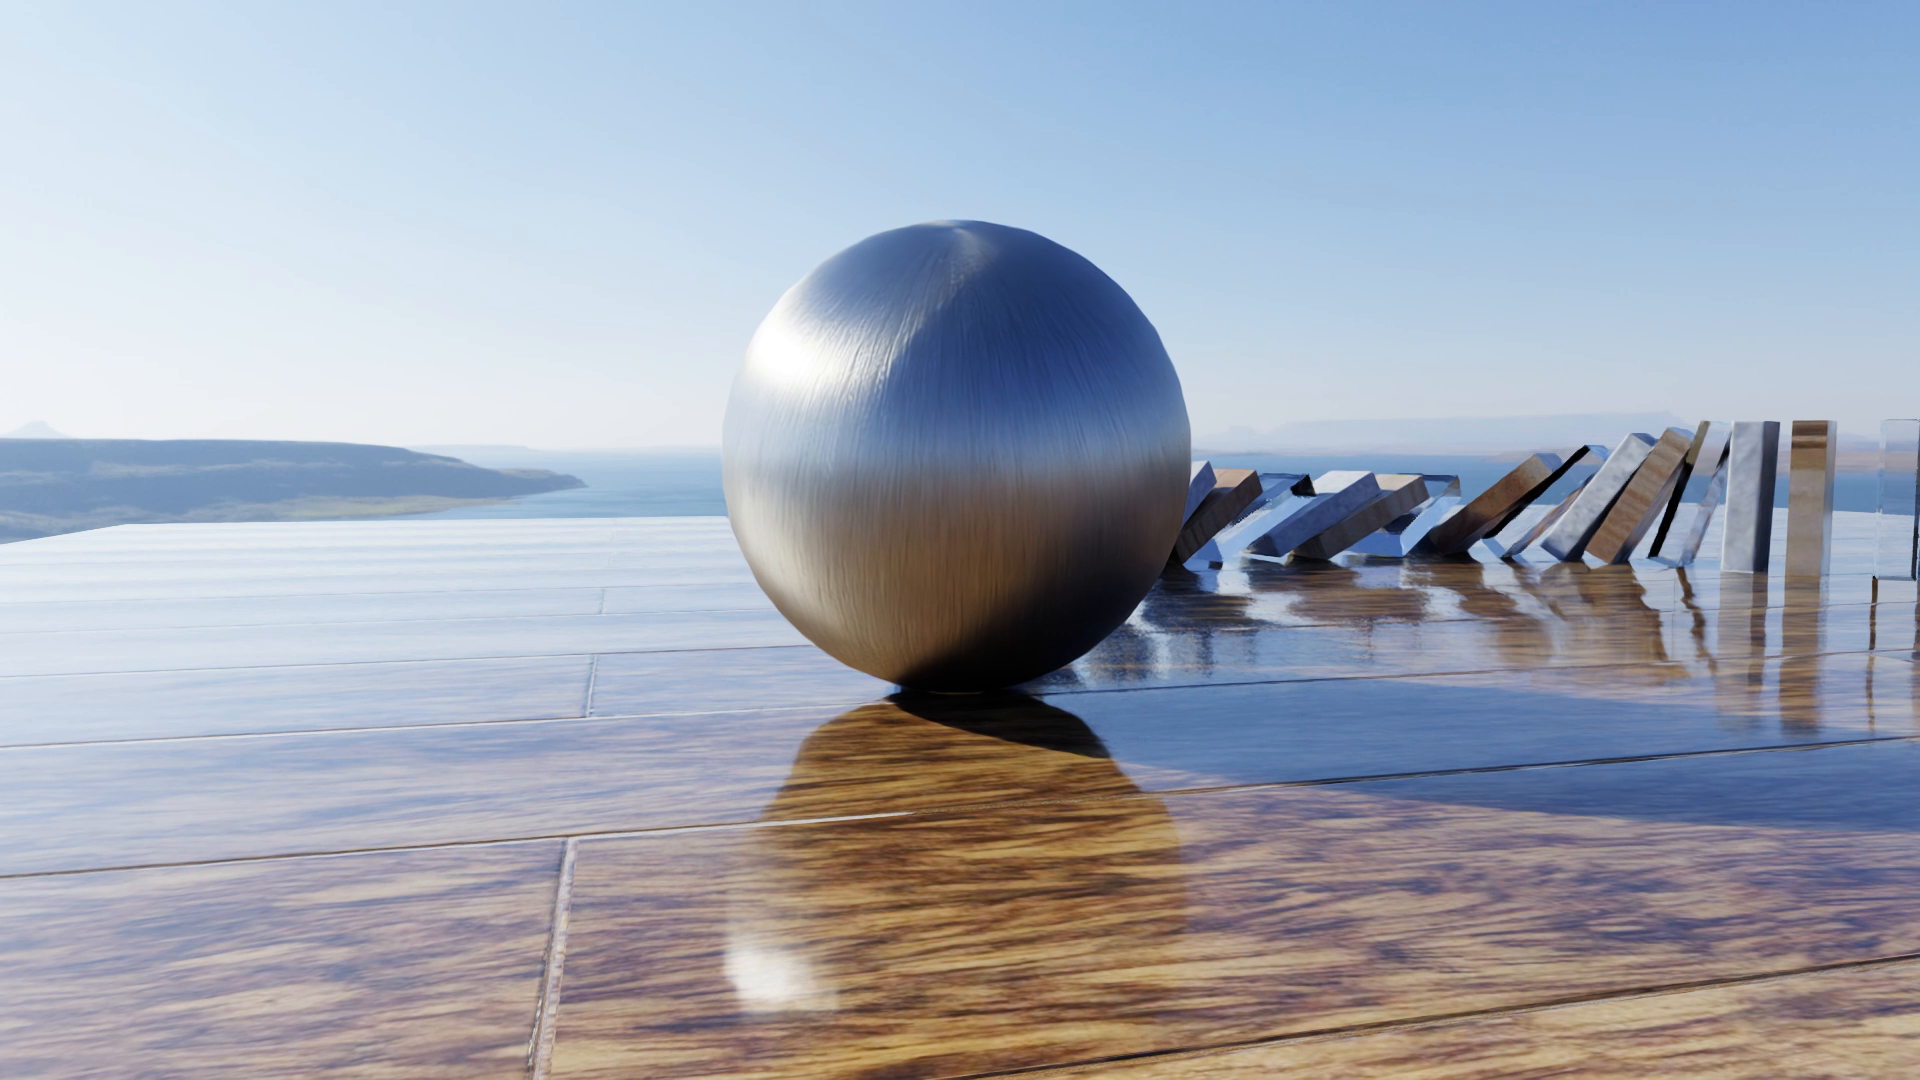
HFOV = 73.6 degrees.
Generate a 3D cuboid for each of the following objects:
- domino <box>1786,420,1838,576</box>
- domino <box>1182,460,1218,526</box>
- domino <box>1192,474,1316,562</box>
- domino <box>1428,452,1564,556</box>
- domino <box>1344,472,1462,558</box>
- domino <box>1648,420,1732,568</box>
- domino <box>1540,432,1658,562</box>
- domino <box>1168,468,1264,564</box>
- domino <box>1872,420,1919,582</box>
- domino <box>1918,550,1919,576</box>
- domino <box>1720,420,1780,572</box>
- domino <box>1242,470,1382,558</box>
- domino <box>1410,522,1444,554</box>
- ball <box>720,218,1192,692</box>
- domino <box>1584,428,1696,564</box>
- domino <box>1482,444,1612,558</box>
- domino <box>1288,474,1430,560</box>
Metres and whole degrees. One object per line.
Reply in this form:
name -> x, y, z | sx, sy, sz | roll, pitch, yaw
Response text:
domino -> 0.280, -0.014, 0.422 | 0.009, 0.050, 0.025 | 4, 6, 40
domino -> 0.070, -0.010, 0.464 | 0.025, 0.010, 0.050 | -1, 35, 44
domino -> 0.107, -0.009, 0.481 | 0.050, 0.009, 0.025 | -32, 18, -23
domino -> 0.205, -0.014, 0.489 | 0.025, 0.009, 0.050 | -5, -33, -50
domino -> 0.173, -0.011, 0.504 | 0.025, 0.010, 0.050 | 7, 33, 46
domino -> 0.255, -0.016, 0.444 | 0.009, 0.050, 0.025 | 26, 20, 38
domino -> 0.233, -0.016, 0.465 | 0.025, 0.050, 0.009 | -5, 41, -50
domino -> 0.086, -0.009, 0.473 | 0.050, 0.009, 0.025 | -38, 25, -30
domino -> 0.298, -0.013, 0.408 | 0.010, 0.050, 0.025 | 3, 5, 32
domino -> 0.319, -0.013, 0.404 | 0.010, 0.050, 0.025 | -2, 5, -22
domino -> 0.267, -0.015, 0.433 | 0.010, 0.050, 0.025 | 6, 7, 41
domino -> 0.131, -0.010, 0.485 | 0.050, 0.010, 0.025 | -30, 13, -16
domino -> 0.186, -0.002, 0.526 | 0.025, 0.010, 0.050 | 4, 6, 43
ball -> -0.001, -0.014, 0.221 | 0.080, 0.080, 0.080 | 0, 4, 0
domino -> 0.244, -0.016, 0.455 | 0.009, 0.050, 0.025 | 39, 27, 32
domino -> 0.220, -0.014, 0.477 | 0.025, 0.050, 0.009 | -5, 51, -50
domino -> 0.150, -0.009, 0.489 | 0.050, 0.010, 0.025 | -29, 13, -15
